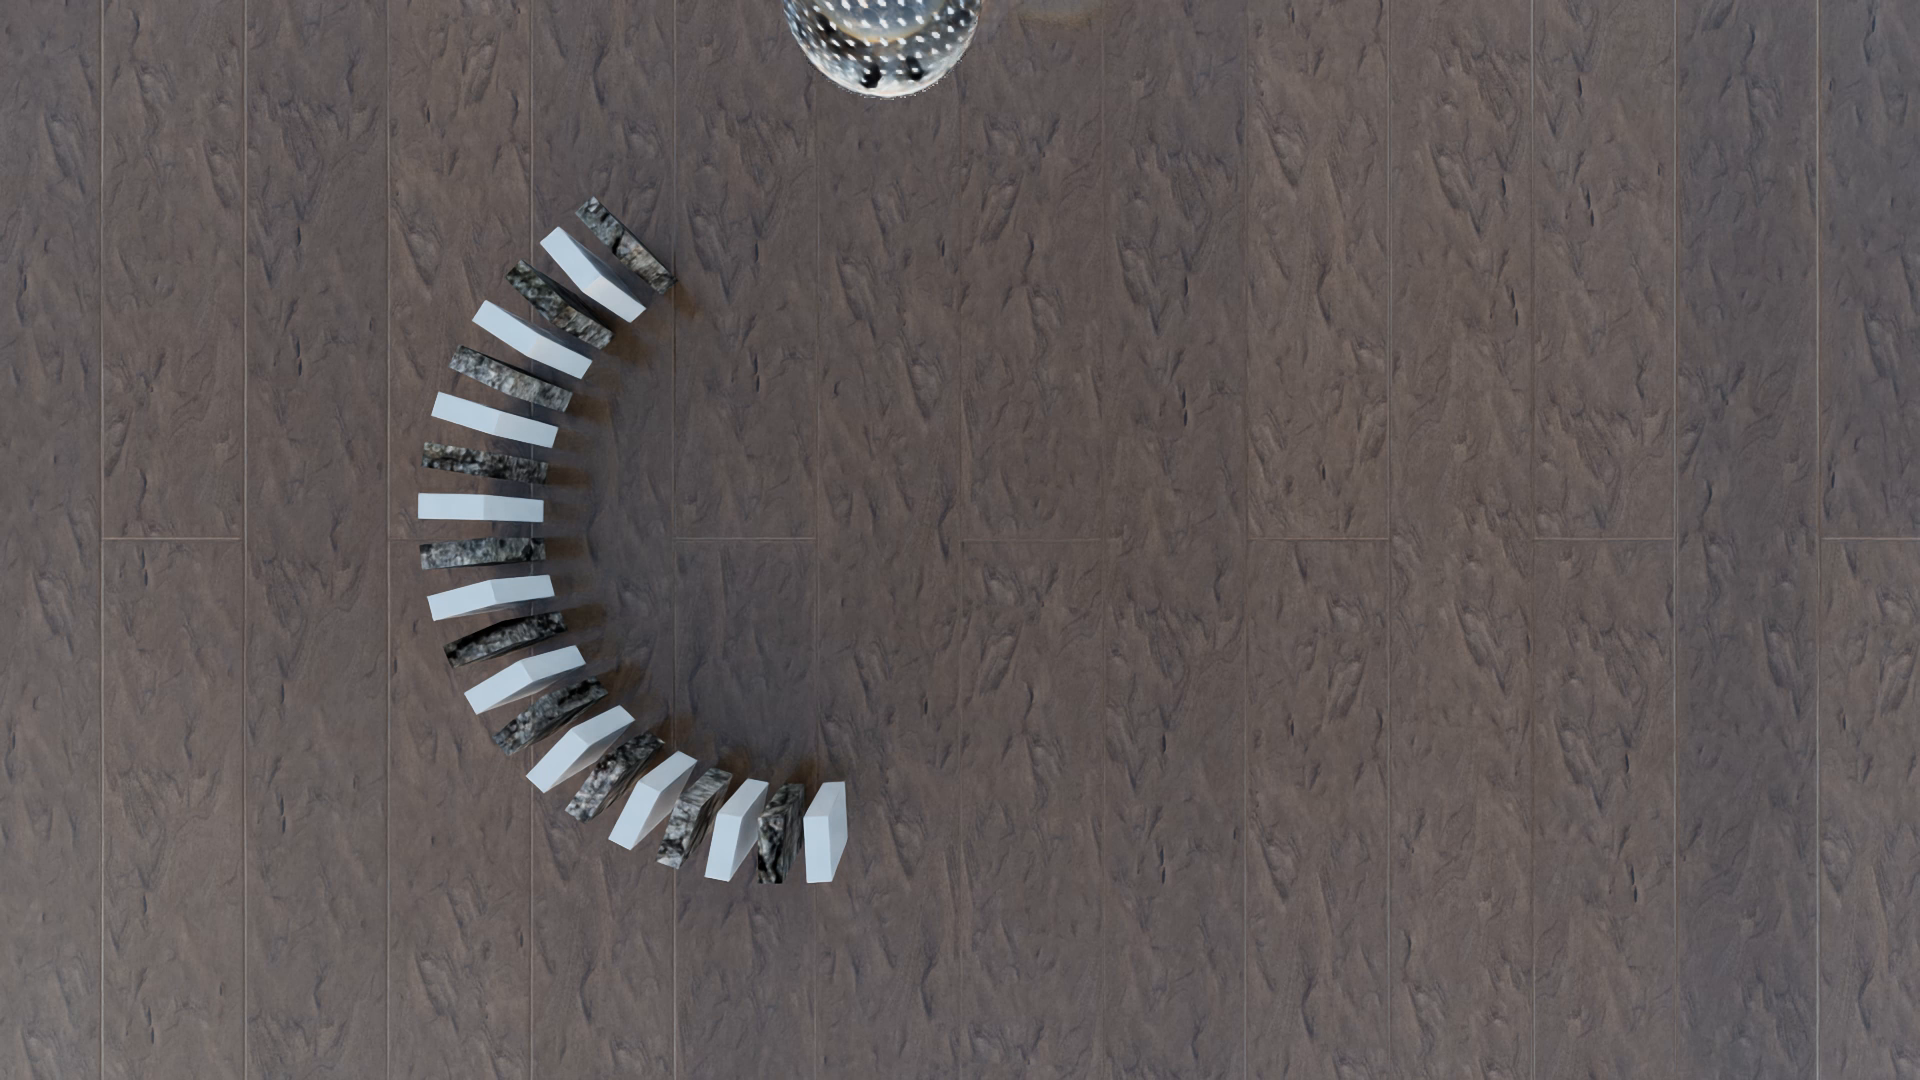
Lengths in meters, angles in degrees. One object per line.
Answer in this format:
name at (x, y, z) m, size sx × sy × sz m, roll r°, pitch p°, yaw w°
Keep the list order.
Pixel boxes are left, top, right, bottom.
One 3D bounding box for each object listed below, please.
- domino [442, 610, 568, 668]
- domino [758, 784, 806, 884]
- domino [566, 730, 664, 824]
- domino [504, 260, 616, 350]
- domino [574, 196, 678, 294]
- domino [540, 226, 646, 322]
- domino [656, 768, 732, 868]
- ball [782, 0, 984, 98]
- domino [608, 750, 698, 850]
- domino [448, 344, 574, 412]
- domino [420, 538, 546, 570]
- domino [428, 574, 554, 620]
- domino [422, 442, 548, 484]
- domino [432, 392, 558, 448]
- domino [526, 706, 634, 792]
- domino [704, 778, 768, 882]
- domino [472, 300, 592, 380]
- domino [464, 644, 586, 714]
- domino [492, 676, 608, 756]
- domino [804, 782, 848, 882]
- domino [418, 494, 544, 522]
domino at (-0.184, 0.040, 0.375) m, size 0.025 × 0.050 × 0.009 m, roll -23°, pitch 90°, yaw 0°
domino at (-0.072, 0.119, 0.375) m, size 0.010 × 0.050 × 0.025 m, roll 0°, pitch 90°, yaw 0°
domino at (-0.140, 0.096, 0.375) m, size 0.009 × 0.050 × 0.025 m, roll 36°, pitch 90°, yaw 0°
domino at (-0.162, -0.095, 0.375) m, size 0.025 × 0.050 × 0.009 m, roll 45°, pitch 90°, yaw 0°
domino at (-0.135, -0.119, 0.375) m, size 0.009 × 0.050 × 0.025 m, roll -43°, pitch 90°, yaw 0°
domino at (-0.149, -0.107, 0.375) m, size 0.010 × 0.050 × 0.025 m, roll -41°, pitch 90°, yaw 0°
domino at (-0.108, 0.112, 0.375) m, size 0.009 × 0.050 × 0.025 m, roll 20°, pitch 90°, yaw 0°
ball at (-0.030, -0.218, 0.360) m, size 0.080 × 0.080 × 0.080 m, roll 0°, pitch 90°, yaw 0°
domino at (-0.124, 0.105, 0.375) m, size 0.010 × 0.050 × 0.025 m, roll 27°, pitch 90°, yaw 0°
domino at (-0.182, -0.065, 0.375) m, size 0.025 × 0.050 × 0.009 m, roll 25°, pitch 90°, yaw 0°
domino at (-0.194, 0.005, 0.375) m, size 0.025 × 0.050 × 0.010 m, roll -7°, pitch 90°, yaw 0°
domino at (-0.190, 0.023, 0.375) m, size 0.025 × 0.050 × 0.009 m, roll -15°, pitch 90°, yaw 0°
domino at (-0.193, -0.031, 0.375) m, size 0.025 × 0.050 × 0.009 m, roll 9°, pitch 90°, yaw 0°
domino at (-0.189, -0.048, 0.375) m, size 0.025 × 0.050 × 0.010 m, roll 17°, pitch 90°, yaw 0°
domino at (-0.154, 0.084, 0.375) m, size 0.009 × 0.050 × 0.025 m, roll 43°, pitch 90°, yaw 0°
domino at (-0.090, 0.117, 0.375) m, size 0.010 × 0.050 × 0.025 m, roll 11°, pitch 90°, yaw 0°
domino at (-0.173, -0.081, 0.375) m, size 0.025 × 0.050 × 0.010 m, roll 33°, pitch 90°, yaw 0°
domino at (-0.176, 0.056, 0.375) m, size 0.025 × 0.050 × 0.010 m, roll -30°, pitch 90°, yaw 0°
domino at (-0.166, 0.071, 0.375) m, size 0.025 × 0.050 × 0.010 m, roll -39°, pitch 90°, yaw 0°
domino at (-0.054, 0.118, 0.375) m, size 0.010 × 0.050 × 0.025 m, roll -3°, pitch 90°, yaw 0°
domino at (-0.194, -0.013, 0.375) m, size 0.025 × 0.050 × 0.009 m, roll 1°, pitch 90°, yaw 0°
